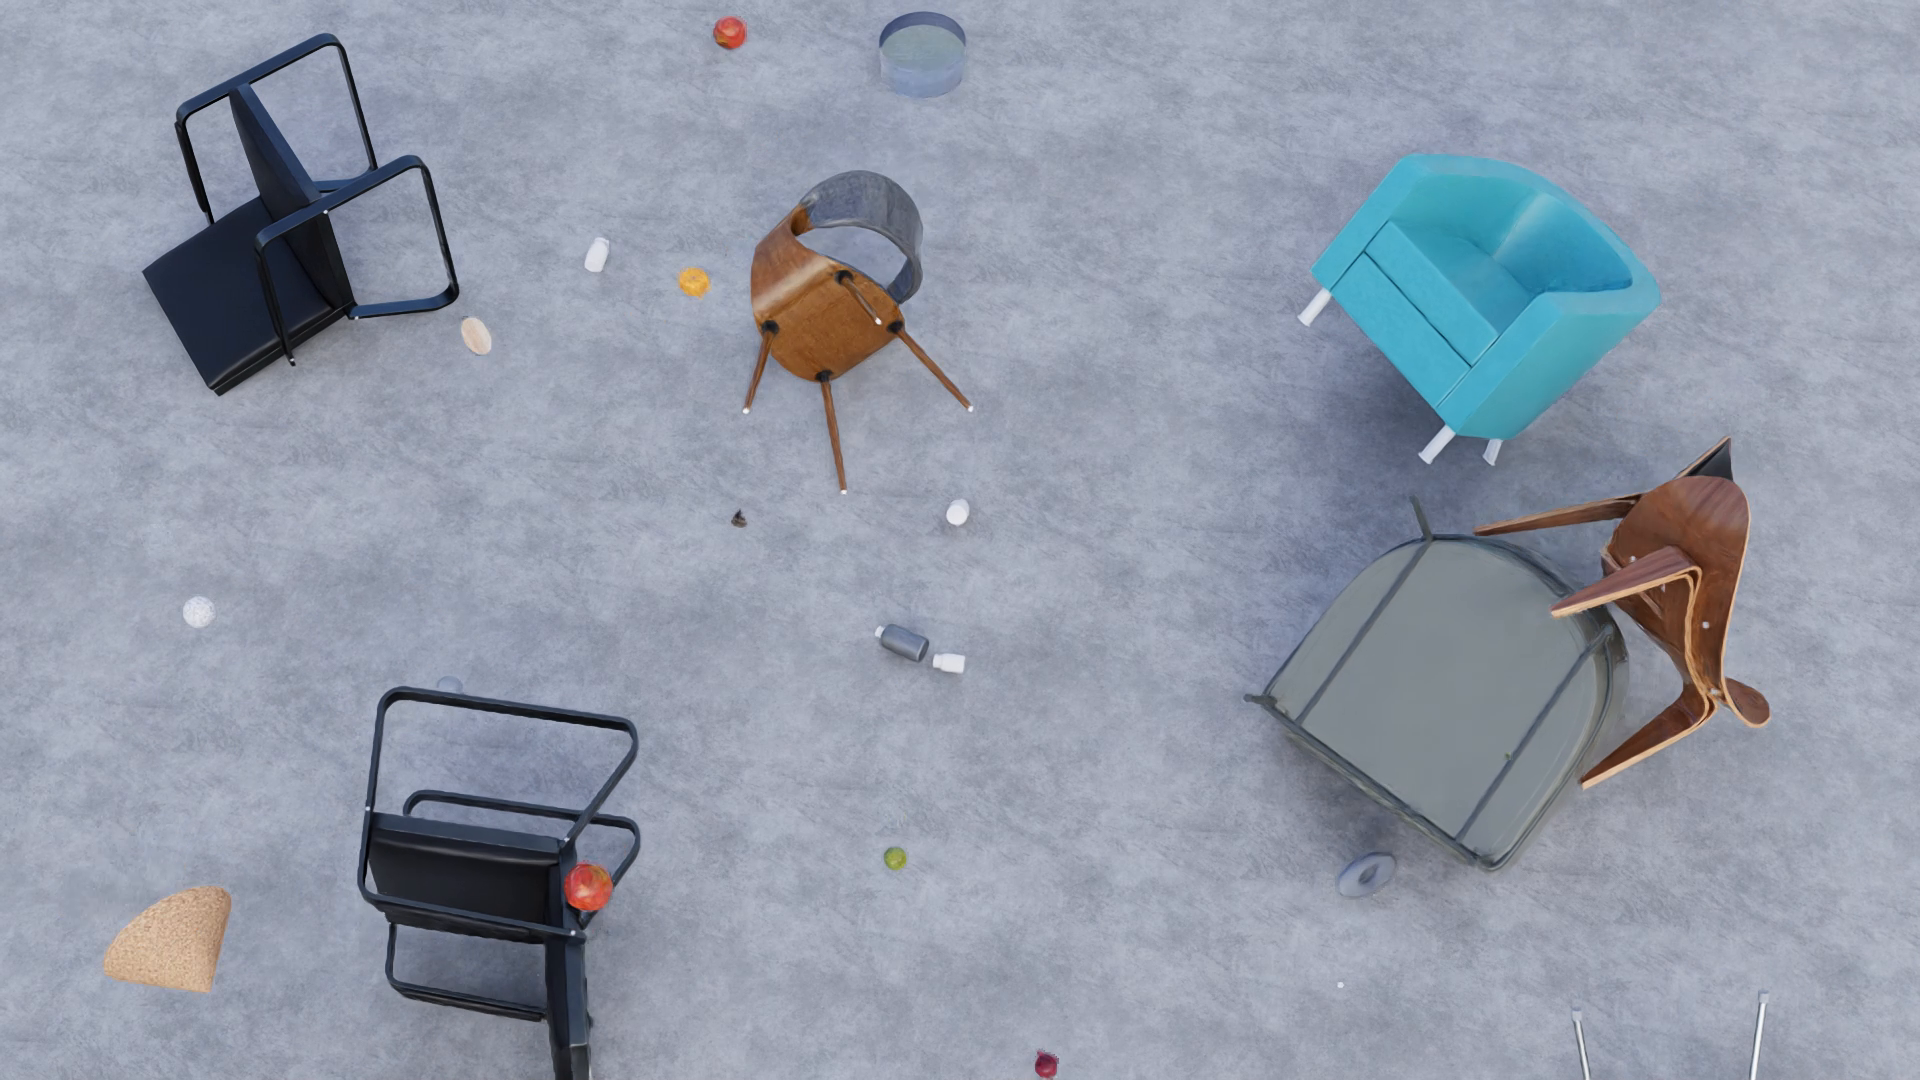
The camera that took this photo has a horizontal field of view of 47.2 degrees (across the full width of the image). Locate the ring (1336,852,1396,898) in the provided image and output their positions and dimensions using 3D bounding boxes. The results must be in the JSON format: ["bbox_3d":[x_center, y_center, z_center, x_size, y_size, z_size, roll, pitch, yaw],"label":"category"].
[{"bbox_3d":[1.081,0.888,5.840,0.039,0.108,0.264,6,12,44],"label":"ring"}]

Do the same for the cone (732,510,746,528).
[{"bbox_3d":[-0.662,-0.073,6.612,0.050,0.036,0.065,26,28,-16],"label":"cone"}]

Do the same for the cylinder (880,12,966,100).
[{"bbox_3d":[-0.129,-1.681,7.624,0.300,0.129,0.295,-27,60,-17],"label":"cylinder"}]

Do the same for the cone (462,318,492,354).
[{"bbox_3d":[-1.472,-0.623,6.681,0.077,0.122,0.047,-31,23,-11],"label":"cone"}]

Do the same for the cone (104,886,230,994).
[{"bbox_3d":[-1.829,1.003,5.214,0.325,0.308,0.196,-30,62,-29],"label":"cone"}]

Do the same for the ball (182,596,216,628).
[{"bbox_3d":[-1.955,0.184,5.650,0.080,0.080,0.080,0,56,0],"label":"ball"}]

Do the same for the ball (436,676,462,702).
[{"bbox_3d":[-1.450,0.422,6.245,0.075,0.075,0.075,0,56,0],"label":"ball"}]
